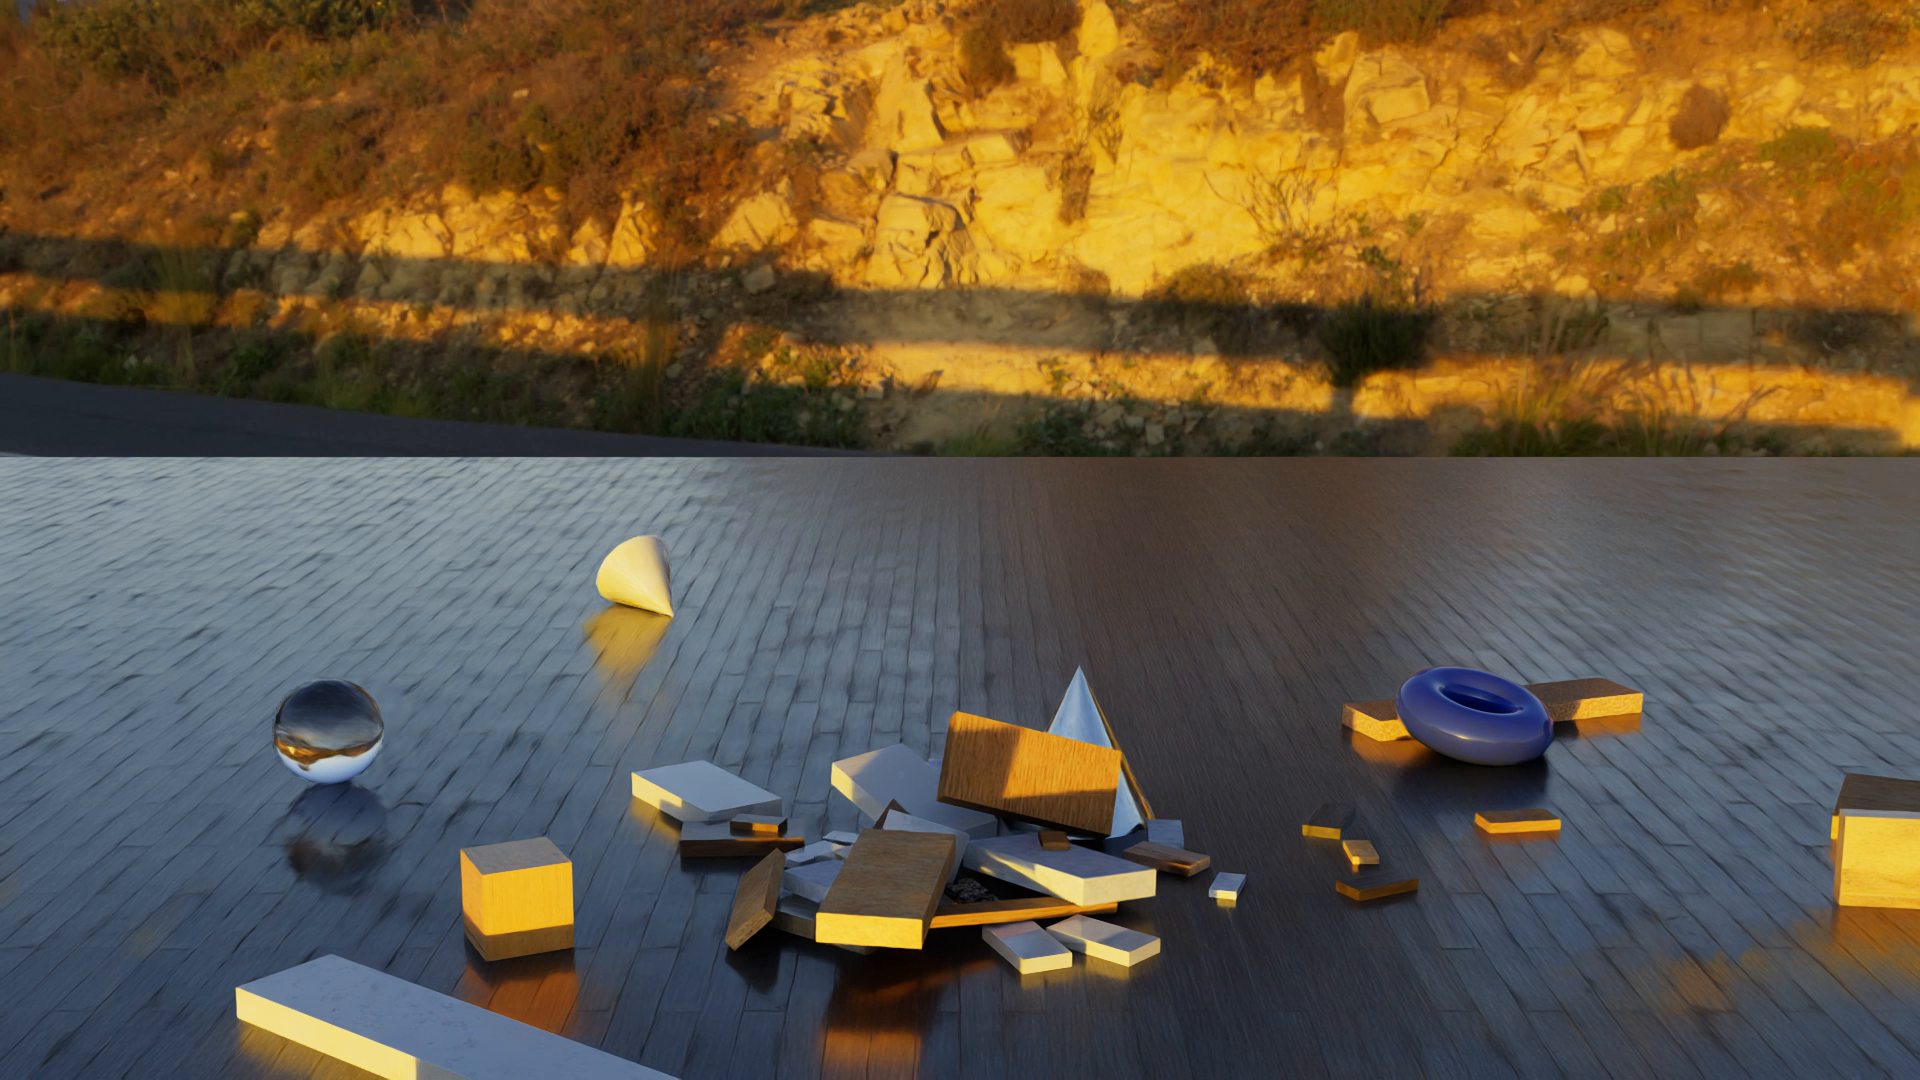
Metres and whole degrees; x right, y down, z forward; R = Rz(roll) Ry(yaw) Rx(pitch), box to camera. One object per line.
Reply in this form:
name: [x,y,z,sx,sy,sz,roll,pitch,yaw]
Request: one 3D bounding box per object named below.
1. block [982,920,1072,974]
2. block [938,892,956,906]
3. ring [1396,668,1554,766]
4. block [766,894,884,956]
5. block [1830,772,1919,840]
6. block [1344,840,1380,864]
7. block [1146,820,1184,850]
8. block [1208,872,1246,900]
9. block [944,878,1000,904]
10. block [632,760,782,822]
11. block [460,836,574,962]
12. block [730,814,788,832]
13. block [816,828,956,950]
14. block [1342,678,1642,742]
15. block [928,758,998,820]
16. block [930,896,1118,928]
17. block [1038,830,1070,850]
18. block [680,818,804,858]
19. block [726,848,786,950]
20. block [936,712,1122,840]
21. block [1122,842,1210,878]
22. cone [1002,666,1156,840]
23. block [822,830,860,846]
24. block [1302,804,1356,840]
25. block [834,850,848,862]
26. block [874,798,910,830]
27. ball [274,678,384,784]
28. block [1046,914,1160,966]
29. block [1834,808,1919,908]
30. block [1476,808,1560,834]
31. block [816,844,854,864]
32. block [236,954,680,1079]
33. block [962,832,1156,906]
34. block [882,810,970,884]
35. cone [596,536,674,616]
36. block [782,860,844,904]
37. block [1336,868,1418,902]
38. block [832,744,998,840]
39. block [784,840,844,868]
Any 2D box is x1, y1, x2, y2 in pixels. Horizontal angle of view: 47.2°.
block: [0.103,0.627,3.404,0.081,0.023,0.162,-4,11,-22]
block: [-0.069,0.587,3.617,0.089,0.025,0.177,-6,12,-30]
ring: [1.057,0.361,4.523,0.325,0.108,0.325,8,21,-3]
block: [-0.197,0.606,3.499,0.217,0.031,0.108,8,13,37]
block: [1.700,0.497,4.050,0.152,0.043,0.303,5,12,26]
block: [0.704,0.548,3.861,0.046,0.013,0.092,0,11,-1]
block: [0.368,0.529,3.948,0.062,0.018,0.124,1,11,3]
block: [0.449,0.580,3.689,0.046,0.013,0.092,3,11,17]
block: [0.034,0.586,3.548,0.057,0.016,0.113,-11,34,-45]
block: [-0.478,0.482,4.133,0.153,0.043,0.307,-7,13,-34]
block: [-0.694,0.561,3.446,0.139,0.139,0.139,-5,12,-26]
block: [-0.360,0.505,3.925,0.092,0.013,0.046,3,11,16]
block: [-0.110,0.542,3.461,0.157,0.044,0.462,3,8,6]
block: [1.157,0.364,4.767,0.662,0.043,0.152,-4,11,-21]
block: [0.002,0.478,4.151,0.153,0.043,0.307,1,11,5]
block: [0.037,0.589,3.474,0.456,0.018,0.062,0,5,-27]
block: [0.160,0.513,3.757,0.046,0.013,0.092,2,4,-3]
block: [-0.386,0.529,3.912,0.217,0.031,0.108,-1,11,-4]
block: [-0.328,0.576,3.549,0.081,0.023,0.291,-41,8,7]
block: [0.125,0.421,3.920,0.314,0.157,0.044,15,-23,-12]
block: [0.357,0.553,3.816,0.136,0.019,0.068,8,13,37]
cone: [0.219,0.371,4.063,0.287,0.287,0.287,0,11,0]
block: [-0.195,0.537,3.921,0.092,0.013,0.046,4,11,22]
block: [0.676,0.515,4.023,0.068,0.019,0.136,4,11,21]
block: [-0.160,0.565,3.647,0.016,0.057,0.159,-7,13,-33]
block: [-0.127,0.505,3.863,0.013,0.092,0.046,30,6,-44]
ball: [-1.227,0.372,4.277,0.207,0.207,0.207,0,11,0]
block: [0.222,0.623,3.427,0.162,0.023,0.081,9,14,40]
block: [1.598,0.526,3.599,0.303,0.152,0.043,2,11,9]
block: [1.021,0.514,4.025,0.136,0.019,0.068,-2,11,-10]
block: [-0.150,0.547,3.751,0.177,0.025,0.089,-2,5,41]
block: [-0.618,0.702,2.936,0.927,0.047,0.165,8,13,37]
block: [0.163,0.548,3.677,0.157,0.044,0.314,-1,5,-37]
block: [-0.067,0.525,3.772,0.177,0.089,0.025,10,-14,44]
cone: [-0.814,0.139,5.831,0.217,0.217,0.217,-9,40,-40]
block: [-0.177,0.565,3.553,0.108,0.031,0.217,-5,11,-41]
block: [0.699,0.578,3.687,0.124,0.018,0.062,-6,12,-28]
block: [-0.085,0.471,3.964,0.153,0.043,0.307,-13,29,-33]
block: [-0.258,0.551,3.836,0.057,0.016,0.113,9,14,42]
